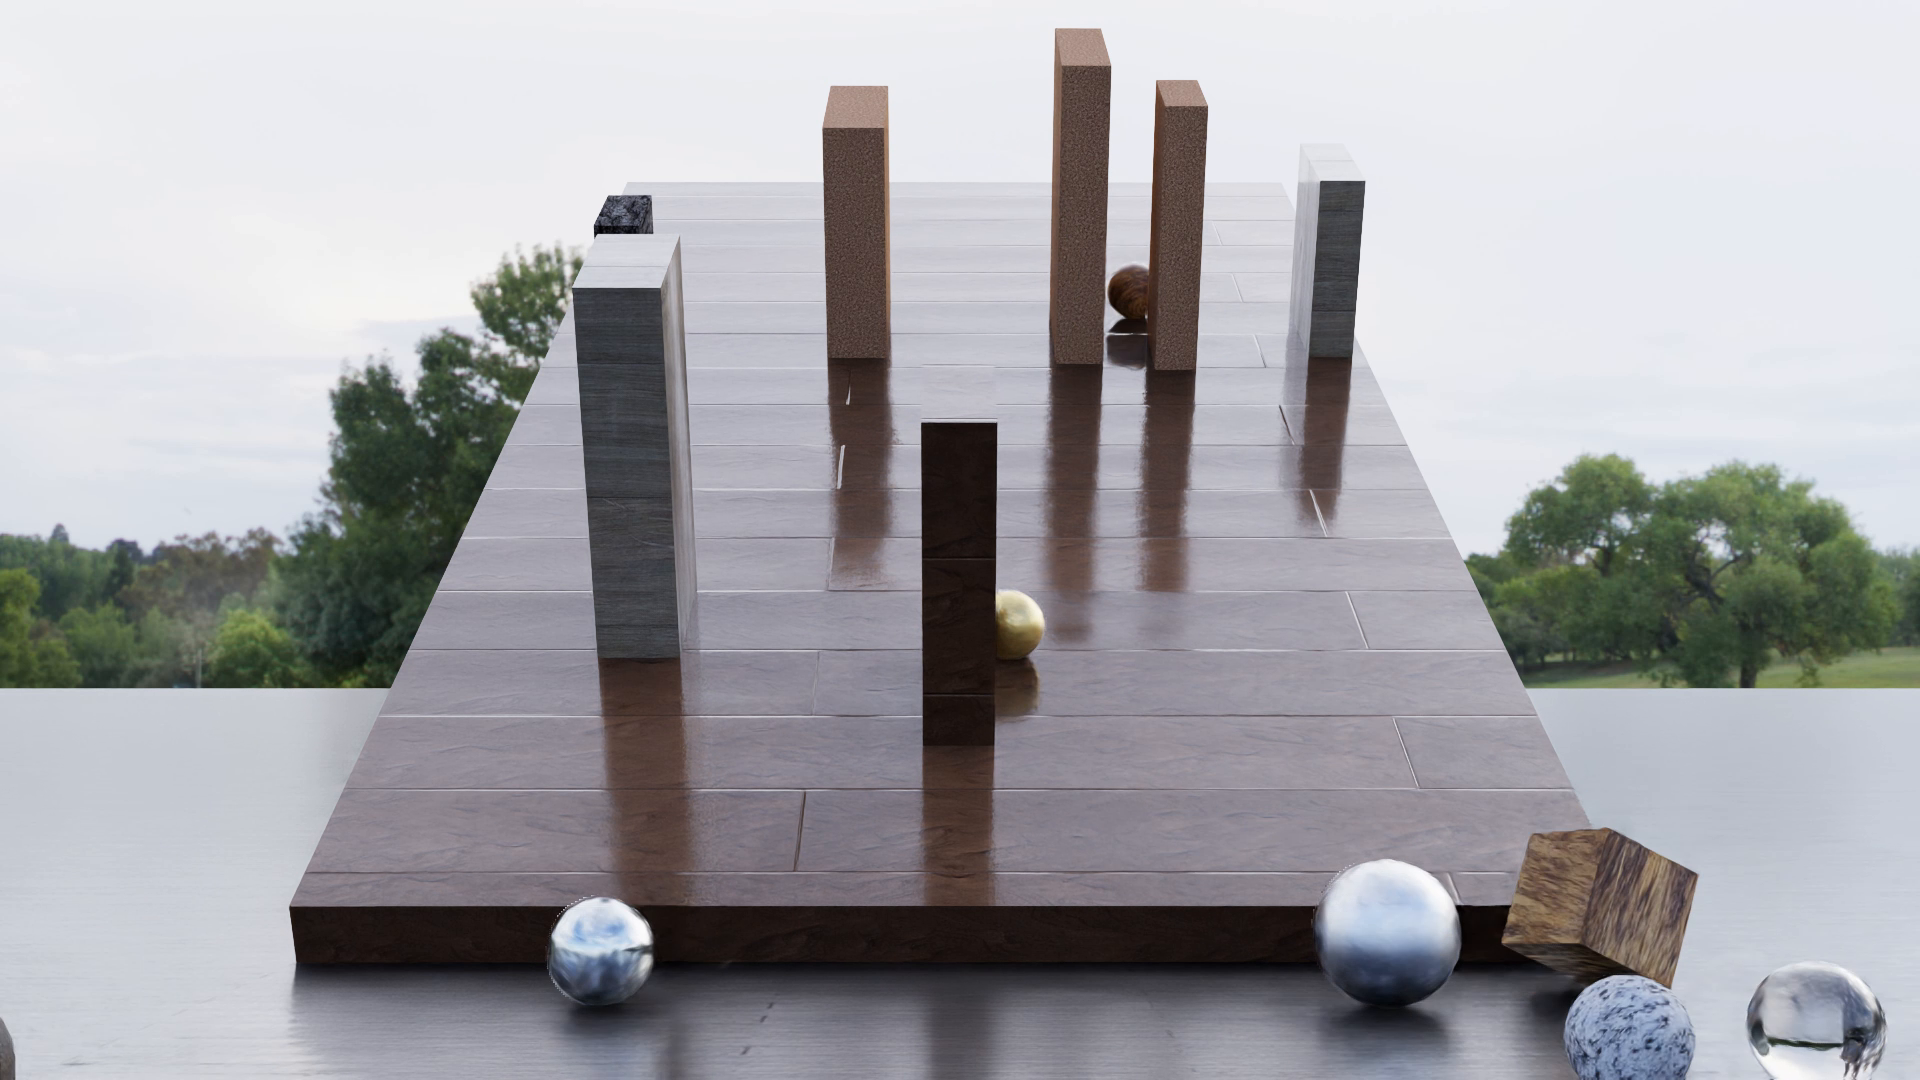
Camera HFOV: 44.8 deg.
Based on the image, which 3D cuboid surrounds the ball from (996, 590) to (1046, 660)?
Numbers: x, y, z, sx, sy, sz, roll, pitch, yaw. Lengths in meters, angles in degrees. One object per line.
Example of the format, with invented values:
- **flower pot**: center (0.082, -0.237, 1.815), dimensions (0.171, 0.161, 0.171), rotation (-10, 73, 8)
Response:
- **ball**: center (0.090, 0.153, 4.194), dimensions (0.127, 0.127, 0.127), rotation (0, -3, 0)

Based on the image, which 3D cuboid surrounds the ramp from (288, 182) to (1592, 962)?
- **ramp**: center (-0.008, -0.228, 5.319), dimensions (2.000, 0.100, 4.000), rotation (0, 24, 0)

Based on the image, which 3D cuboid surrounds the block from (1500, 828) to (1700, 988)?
- **block**: center (0.865, 0.500, 3.150), dimensions (0.161, 0.161, 0.161), rotation (27, -20, -18)

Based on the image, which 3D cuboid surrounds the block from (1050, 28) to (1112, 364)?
- **block**: center (0.290, -0.842, 5.679), dimensions (0.114, 0.725, 0.411), rotation (0, 24, 0)

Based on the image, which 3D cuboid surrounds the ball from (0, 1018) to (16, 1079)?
- **ball**: center (-0.910, 0.464, 2.026), dimensions (0.164, 0.164, 0.164), rotation (0, -3, 0)

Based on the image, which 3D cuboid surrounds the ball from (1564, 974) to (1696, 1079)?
- **ball**: center (0.674, 0.502, 2.346), dimensions (0.127, 0.127, 0.127), rotation (0, -3, 0)

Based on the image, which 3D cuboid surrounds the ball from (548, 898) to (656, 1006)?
- **ball**: center (-0.469, 0.539, 3.052), dimensions (0.140, 0.140, 0.140), rotation (0, -3, 0)

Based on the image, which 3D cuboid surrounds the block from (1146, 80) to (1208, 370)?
- **block**: center (0.519, -0.756, 5.591), dimensions (0.099, 0.641, 0.263), rotation (0, 24, 0)

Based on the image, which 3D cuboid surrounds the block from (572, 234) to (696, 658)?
- **block**: center (-0.581, -0.170, 4.210), dimensions (0.149, 0.700, 0.310), rotation (0, 24, 0)

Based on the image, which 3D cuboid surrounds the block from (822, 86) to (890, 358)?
- **block**: center (-0.251, -0.791, 5.752), dimensions (0.145, 0.570, 0.426), rotation (0, 24, 0)

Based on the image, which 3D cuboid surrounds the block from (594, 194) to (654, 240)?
- **block**: center (-0.779, -0.576, 5.465), dimensions (0.102, 0.410, 0.251), rotation (0, 24, 0)

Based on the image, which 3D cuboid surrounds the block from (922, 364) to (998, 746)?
- **block**: center (-0.002, 0.024, 3.925), dimensions (0.121, 0.583, 0.275), rotation (0, 24, 0)

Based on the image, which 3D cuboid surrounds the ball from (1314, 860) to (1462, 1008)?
- **ball**: center (0.556, 0.512, 3.030), dimensions (0.190, 0.190, 0.190), rotation (0, -3, 0)

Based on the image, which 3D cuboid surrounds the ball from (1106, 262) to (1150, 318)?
- **ball**: center (0.445, -0.635, 5.929), dimensions (0.143, 0.143, 0.143), rotation (0, -3, 0)

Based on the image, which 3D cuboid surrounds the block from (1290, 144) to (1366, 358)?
- **block**: center (0.904, -0.719, 5.754), dimensions (0.108, 0.442, 0.346), rotation (0, 24, 0)

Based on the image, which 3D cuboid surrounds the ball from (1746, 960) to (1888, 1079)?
- **ball**: center (0.876, 0.500, 2.384), dimensions (0.137, 0.137, 0.137), rotation (0, -3, 0)
